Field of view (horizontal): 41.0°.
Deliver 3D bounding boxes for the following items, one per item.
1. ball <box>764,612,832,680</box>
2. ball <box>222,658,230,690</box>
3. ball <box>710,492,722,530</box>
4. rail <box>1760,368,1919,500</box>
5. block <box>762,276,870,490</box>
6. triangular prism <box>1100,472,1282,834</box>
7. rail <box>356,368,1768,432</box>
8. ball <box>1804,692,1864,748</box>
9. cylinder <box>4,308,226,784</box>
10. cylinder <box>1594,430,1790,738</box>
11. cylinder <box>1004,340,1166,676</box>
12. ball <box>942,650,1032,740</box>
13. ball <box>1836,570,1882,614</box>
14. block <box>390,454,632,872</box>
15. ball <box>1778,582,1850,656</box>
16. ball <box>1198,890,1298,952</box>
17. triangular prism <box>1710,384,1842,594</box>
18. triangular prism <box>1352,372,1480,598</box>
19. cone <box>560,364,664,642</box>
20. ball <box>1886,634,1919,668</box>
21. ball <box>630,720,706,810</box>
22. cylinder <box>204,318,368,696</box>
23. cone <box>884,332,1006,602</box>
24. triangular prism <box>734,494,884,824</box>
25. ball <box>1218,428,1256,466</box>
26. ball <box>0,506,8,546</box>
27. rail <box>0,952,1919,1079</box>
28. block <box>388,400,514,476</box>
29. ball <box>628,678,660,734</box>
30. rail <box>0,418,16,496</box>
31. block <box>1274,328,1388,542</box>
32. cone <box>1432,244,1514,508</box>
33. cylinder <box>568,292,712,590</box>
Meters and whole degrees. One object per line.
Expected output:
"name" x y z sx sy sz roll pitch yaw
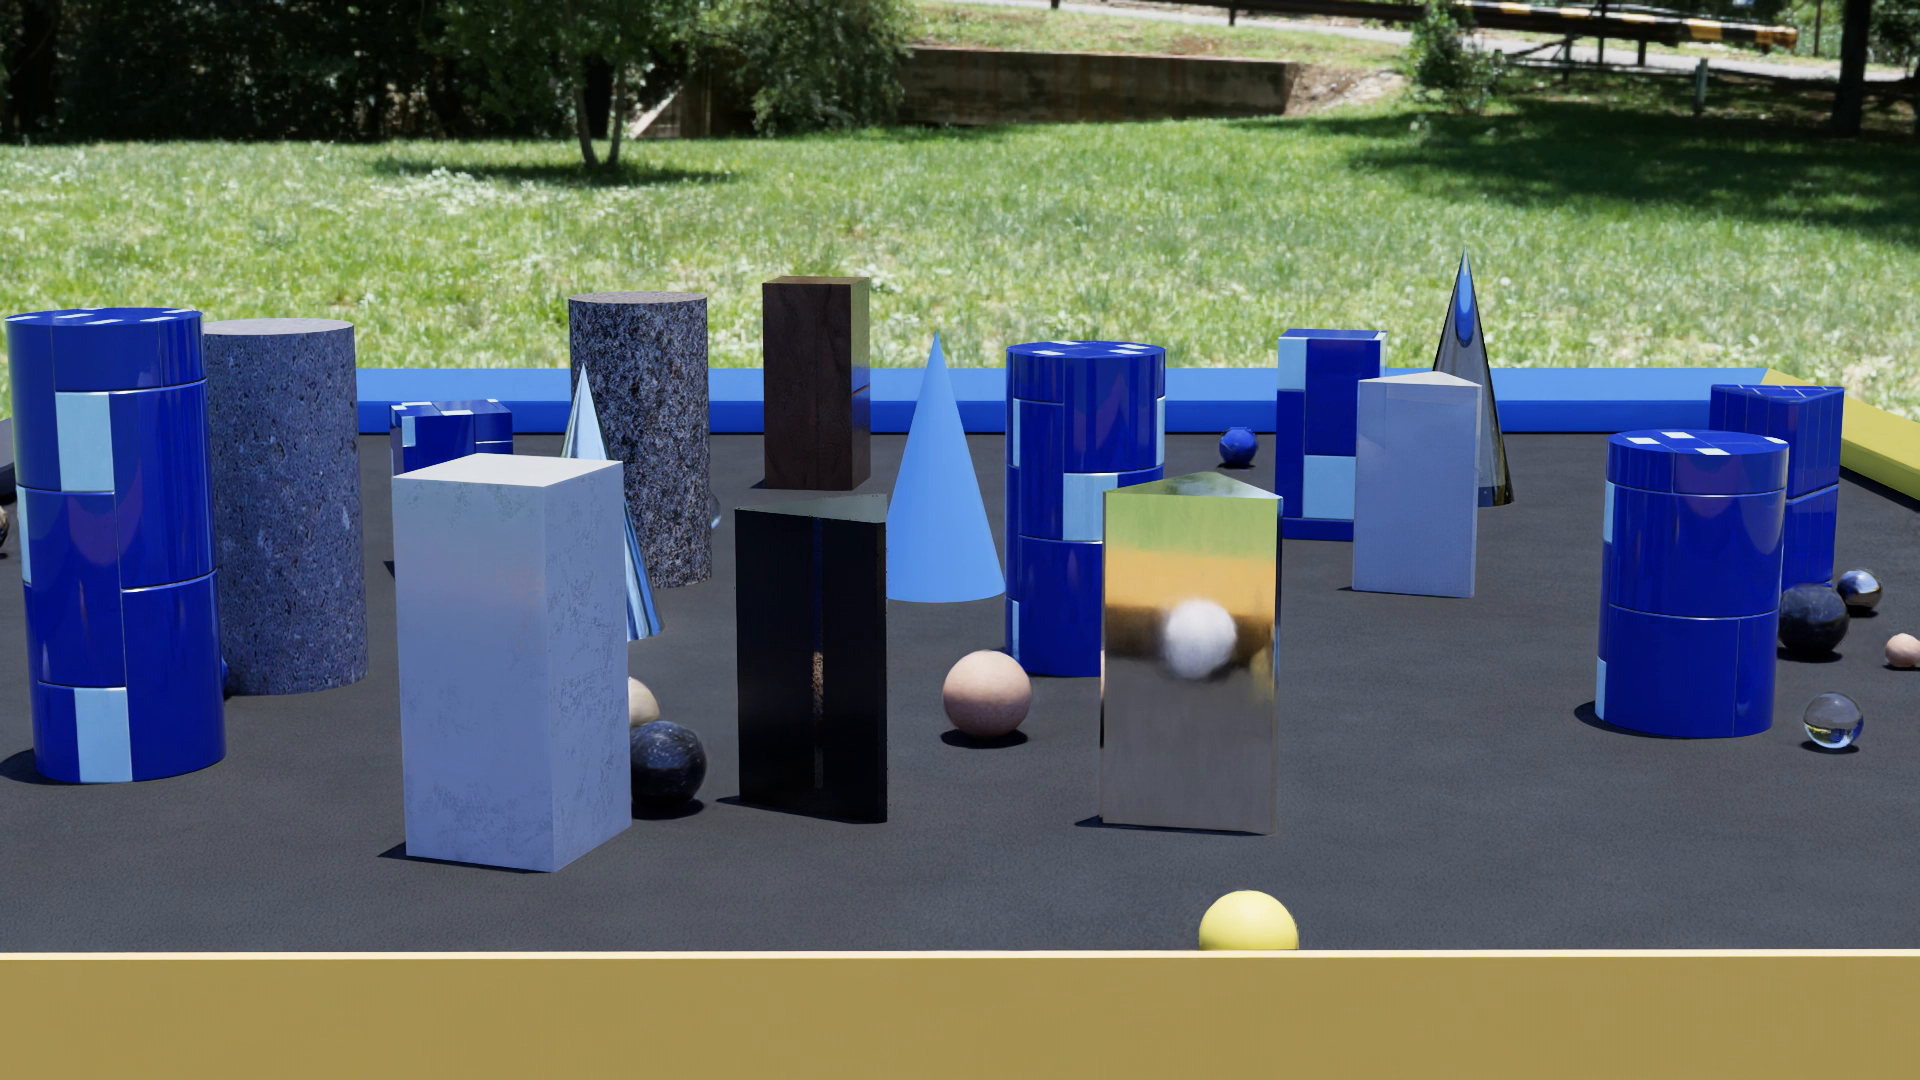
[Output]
"ball" -0.195 0.126 3.074 0.081 0.081 0.081 0 11 0
"ball" -0.877 0.157 2.972 0.058 0.058 0.058 0 11 0
"ball" -0.409 -0.045 4.024 0.071 0.071 0.071 0 11 0
"rail" 1.605 0.031 3.458 0.045 0.126 3.425 0 11 0
"block" -0.249 -0.277 4.491 0.155 0.356 0.155 2 11 10
"triangular prism" 0.233 0.105 2.514 0.168 0.326 0.146 2 11 12
"rail" -0.010 -0.276 5.109 3.258 0.126 0.045 0 11 0
"ball" 0.941 0.194 2.764 0.061 0.061 0.061 0 11 0
"cylinder" -0.879 0.001 2.680 0.194 0.470 0.194 0 11 0
"cylinder" 0.817 0.045 2.871 0.194 0.314 0.194 0 11 0
"cylinder" 0.153 -0.042 3.147 0.194 0.385 0.194 0 11 0
"ball" 0.030 0.169 2.801 0.097 0.097 0.097 0 11 0
"ball" 1.207 0.069 3.444 0.059 0.059 0.059 0 11 0
"block" -0.417 0.110 2.406 0.155 0.357 0.155 4 11 19
"ball" 1.059 0.098 3.194 0.092 0.092 0.092 0 11 0
"ball" 0.229 0.319 2.044 0.079 0.079 0.079 0 11 0
"triangular prism" 1.061 -0.050 3.410 0.146 0.304 0.168 8 13 38
"triangular prism" 0.655 -0.083 3.614 0.168 0.294 0.146 4 11 20
"cone" -0.483 -0.056 3.321 0.194 0.349 0.194 0 11 0
"ball" 1.151 0.135 3.130 0.042 0.042 0.042 0 11 0
"ball" -0.294 0.222 2.538 0.088 0.088 0.088 0 11 0
"cylinder" -0.812 -0.044 3.054 0.194 0.422 0.194 0 11 0
"cone" -0.032 -0.111 3.577 0.194 0.364 0.194 0 11 0
"triangular prism" -0.113 0.110 2.569 0.168 0.296 0.146 6 12 28
"ball" 0.509 -0.170 4.699 0.069 0.069 0.069 0 11 0
"ball" -1.469 -0.021 3.825 0.096 0.096 0.096 0 11 0
"rail" 0.010 0.341 1.789 3.258 0.126 0.045 0 11 0
"block" -0.740 -0.076 3.740 0.155 0.235 0.155 -4 11 -19
"ball" -0.362 0.189 2.699 0.094 0.094 0.094 0 11 0
"rail" -1.605 0.034 3.440 0.045 0.126 3.425 0 11 0
"block" 0.582 -0.167 4.022 0.155 0.311 0.155 2 11 13
"cone" 0.844 -0.284 4.320 0.194 0.432 0.194 0 11 0
"cylinder" -0.455 -0.145 3.657 0.194 0.402 0.194 0 11 0
